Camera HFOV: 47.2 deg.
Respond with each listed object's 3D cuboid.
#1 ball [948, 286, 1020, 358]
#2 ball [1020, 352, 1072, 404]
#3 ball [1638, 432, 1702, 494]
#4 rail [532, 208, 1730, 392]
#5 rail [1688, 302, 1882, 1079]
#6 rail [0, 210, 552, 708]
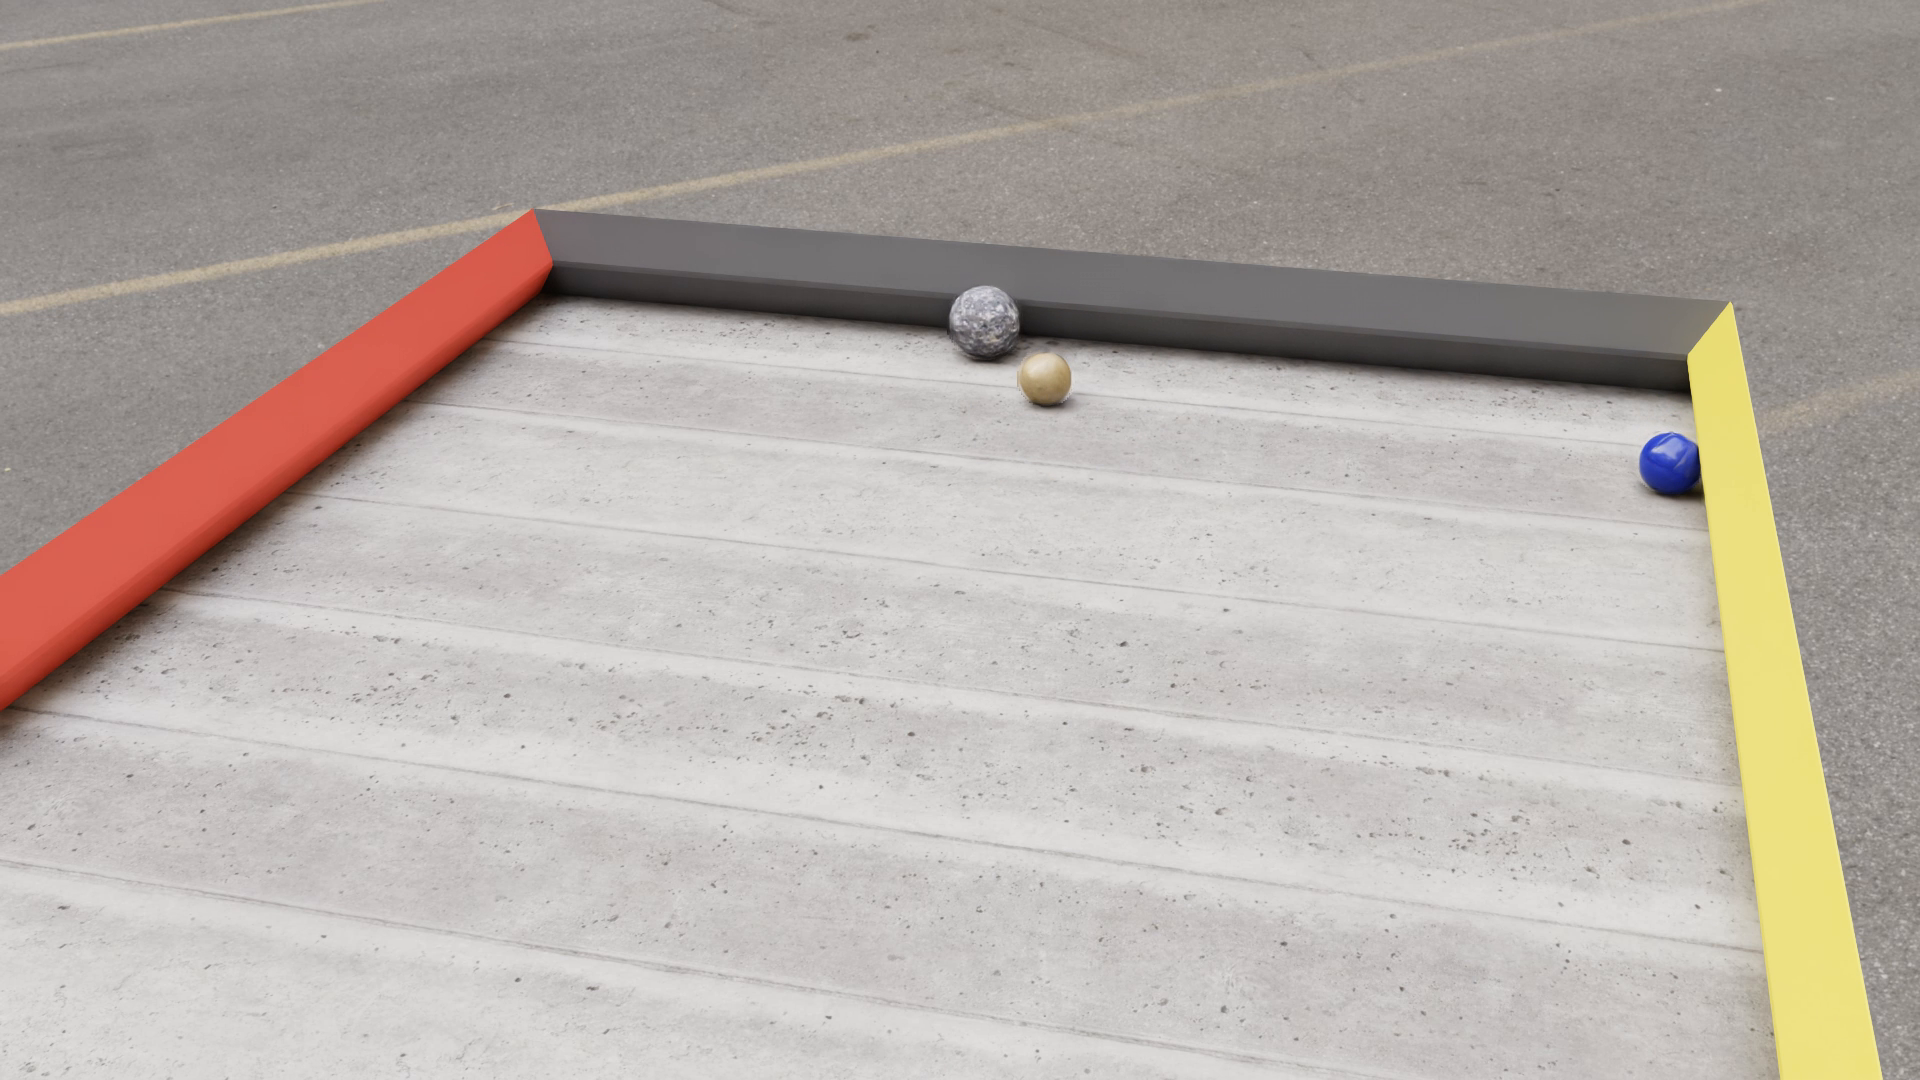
[{"bbox_3d":[0.031,-0.279,2.817,0.092,0.092,0.092,0,26,0],"label":"ball"},{"bbox_3d":[0.105,-0.197,2.676,0.064,0.064,0.064,0,26,0],"label":"ball"},{"bbox_3d":[0.788,-0.085,2.438,0.069,0.069,0.069,0,26,0],"label":"ball"},{"bbox_3d":[0.169,-0.307,2.842,1.570,0.119,0.045,6,26,13],"label":"rail"},{"bbox_3d":[0.563,0.361,1.443,0.045,0.119,2.860,6,26,13],"label":"rail"},{"bbox_3d":[-0.913,0.200,1.779,0.045,0.119,2.860,6,26,13],"label":"rail"}]
